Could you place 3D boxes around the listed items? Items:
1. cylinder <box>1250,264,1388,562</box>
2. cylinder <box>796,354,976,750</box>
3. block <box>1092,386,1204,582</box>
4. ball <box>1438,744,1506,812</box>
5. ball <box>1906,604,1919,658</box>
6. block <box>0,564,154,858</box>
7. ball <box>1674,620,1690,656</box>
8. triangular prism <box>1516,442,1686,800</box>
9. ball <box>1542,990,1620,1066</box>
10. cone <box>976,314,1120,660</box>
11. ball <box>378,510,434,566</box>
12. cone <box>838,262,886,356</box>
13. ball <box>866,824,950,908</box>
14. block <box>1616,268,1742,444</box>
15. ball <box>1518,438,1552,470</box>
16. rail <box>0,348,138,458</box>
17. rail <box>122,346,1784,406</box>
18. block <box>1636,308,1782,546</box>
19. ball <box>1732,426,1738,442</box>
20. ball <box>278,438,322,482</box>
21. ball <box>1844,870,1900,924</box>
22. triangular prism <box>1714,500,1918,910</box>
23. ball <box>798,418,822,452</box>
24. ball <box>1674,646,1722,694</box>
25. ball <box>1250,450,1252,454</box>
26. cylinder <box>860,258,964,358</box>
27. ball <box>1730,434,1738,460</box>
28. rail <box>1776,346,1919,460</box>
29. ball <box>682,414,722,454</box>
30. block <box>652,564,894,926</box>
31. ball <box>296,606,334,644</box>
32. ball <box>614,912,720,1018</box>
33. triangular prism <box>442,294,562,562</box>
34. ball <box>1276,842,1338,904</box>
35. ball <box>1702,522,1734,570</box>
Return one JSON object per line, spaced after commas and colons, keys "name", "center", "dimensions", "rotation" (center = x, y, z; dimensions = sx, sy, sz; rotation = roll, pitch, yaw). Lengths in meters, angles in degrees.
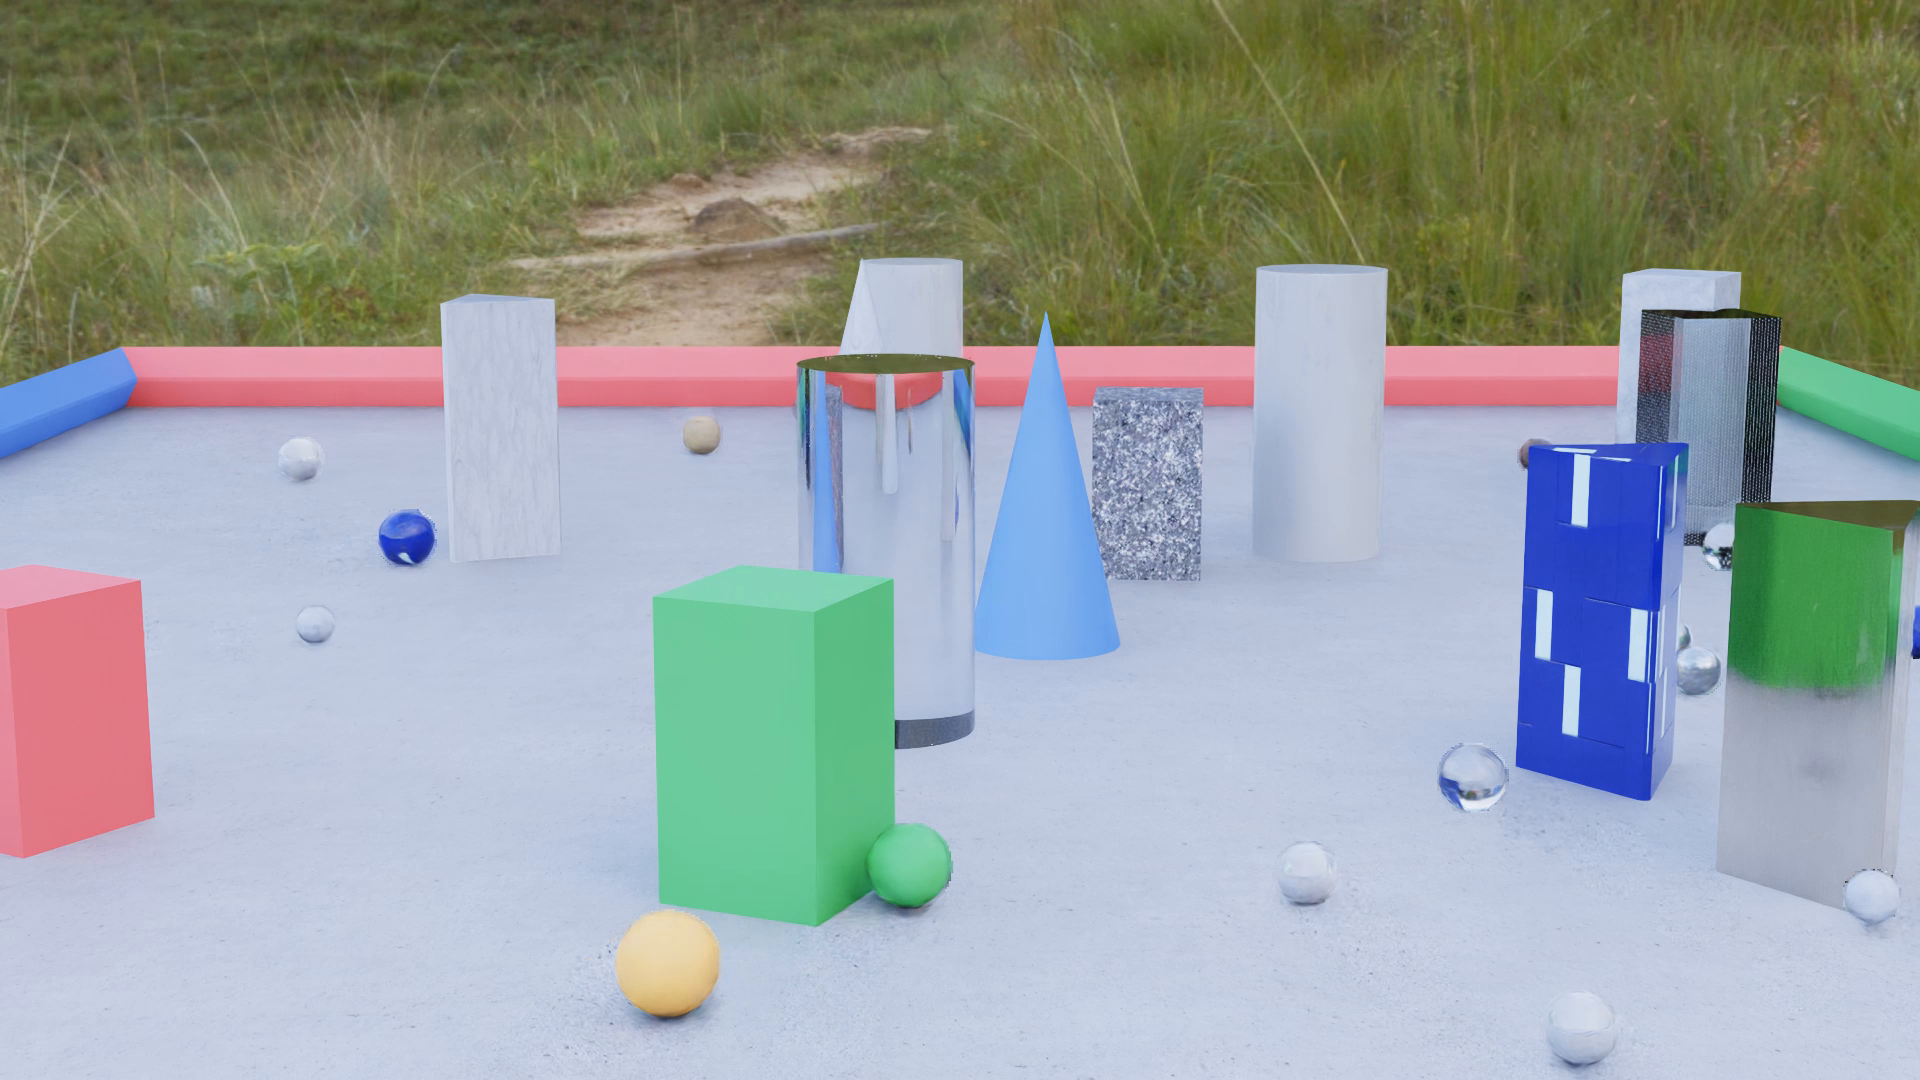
{"name": "cylinder", "center": [0.538, -0.194, 3.853], "dimensions": [0.194, 0.426, 0.194], "rotation": [0, 11, 0]}
{"name": "cylinder", "center": [-0.080, 0.008, 2.819], "dimensions": [0.194, 0.406, 0.194], "rotation": [0, 11, 0]}
{"name": "block", "center": [0.273, -0.084, 3.720], "dimensions": [0.156, 0.258, 0.156], "rotation": [1, 11, 5]}
{"name": "ball", "center": [0.505, 0.235, 2.528], "dimensions": [0.067, 0.067, 0.067], "rotation": [0, 11, 0]}
{"name": "ball", "center": [1.190, 0.113, 3.183], "dimensions": [0.068, 0.068, 0.068], "rotation": [0, 11, 0]}
{"name": "block", "center": [-0.895, 0.160, 2.466], "dimensions": [0.156, 0.237, 0.156], "rotation": [6, 12, 31]}
{"name": "ball", "center": [0.881, 0.122, 3.185], "dimensions": [0.048, 0.048, 0.048], "rotation": [0, 11, 0]}
{"name": "triangular prism", "center": [0.694, 0.074, 2.646], "dimensions": [0.146, 0.339, 0.168], "rotation": [-8, 13, -36]}
{"name": "ball", "center": [0.458, 0.359, 1.891], "dimensions": [0.055, 0.055, 0.055], "rotation": [0, 11, 0]}
{"name": "cone", "center": [0.107, -0.078, 3.231], "dimensions": [0.194, 0.424, 0.194], "rotation": [0, 11, 0]}
{"name": "ball", "center": [-0.813, -0.003, 3.768], "dimensions": [0.082, 0.082, 0.082], "rotation": [0, 11, 0]}
{"name": "cone", "center": [-0.171, -0.301, 4.523], "dimensions": [0.194, 0.392, 0.194], "rotation": [0, 11, 0]}
{"name": "ball", "center": [-0.045, 0.284, 2.241], "dimensions": [0.073, 0.073, 0.073], "rotation": [0, 11, 0]}
{"name": "block", "center": [1.228, -0.269, 4.395], "dimensions": [0.156, 0.376, 0.156], "rotation": [7, 12, 32]}
{"name": "ball", "center": [1.039, -0.152, 4.620], "dimensions": [0.064, 0.064, 0.064], "rotation": [0, 11, 0]}
{"name": "rail", "center": [-1.765, 0.034, 3.439], "dimensions": [0.045, 0.126, 4.227], "rotation": [0, 11, 0]}
{"name": "rail", "center": [-0.012, -0.349, 5.504], "dimensions": [3.577, 0.126, 0.045], "rotation": [0, 11, 0]}
{"name": "block", "center": [1.154, -0.177, 3.977], "dimensions": [0.156, 0.348, 0.156], "rotation": [-2, 11, -9]}
{"name": "ball", "center": [1.368, -0.180, 4.679], "dimensions": [0.097, 0.097, 0.097], "rotation": [0, 11, 0]}
{"name": "ball", "center": [-1.166, -0.142, 4.533], "dimensions": [0.076, 0.076, 0.076], "rotation": [0, 11, 0]}
{"name": "ball", "center": [0.778, 0.304, 2.189], "dimensions": [0.045, 0.045, 0.045], "rotation": [0, 11, 0]}
{"name": "triangular prism", "center": [0.800, 0.139, 2.293], "dimensions": [0.146, 0.340, 0.168], "rotation": [-7, 13, -35]}
{"name": "ball", "center": [-0.274, -0.199, 4.866], "dimensions": [0.066, 0.066, 0.066], "rotation": [0, 11, 0]}
{"name": "ball", "center": [0.862, 0.152, 3.002], "dimensions": [0.057, 0.057, 0.057], "rotation": [0, 11, 0]}
{"name": "ball", "center": [0.561, -0.159, 4.638], "dimensions": [0.071, 0.071, 0.071], "rotation": [0, 11, 0]}
{"name": "cylinder", "center": [-0.091, -0.346, 4.855], "dimensions": [0.194, 0.360, 0.194], "rotation": [0, 11, 0]}
{"name": "ball", "center": [1.325, -0.163, 4.487], "dimensions": [0.067, 0.067, 0.067], "rotation": [0, 11, 0]}
{"name": "rail", "center": [1.765, 0.031, 3.459], "dimensions": [0.045, 0.126, 4.227], "rotation": [0, 11, 0]}
{"name": "ball", "center": [-0.487, -0.198, 4.841], "dimensions": [0.075, 0.075, 0.075], "rotation": [0, 11, 0]}
{"name": "block", "center": [-0.162, 0.177, 2.269], "dimensions": [0.156, 0.275, 0.156], "rotation": [5, 11, 24]}
{"name": "ball", "center": [-0.820, 0.108, 3.263], "dimensions": [0.048, 0.048, 0.048], "rotation": [0, 11, 0]}
{"name": "ball", "center": [-0.226, 0.328, 1.986], "dimensions": [0.081, 0.081, 0.081], "rotation": [0, 11, 0]}
{"name": "triangular prism", "center": [-0.708, -0.174, 3.867], "dimensions": [0.168, 0.382, 0.146], "rotation": [-5, 12, -25]}
{"name": "ball", "center": [0.304, 0.293, 2.252], "dimensions": [0.054, 0.054, 0.054], "rotation": [0, 11, 0]}
{"name": "ball", "center": [1.116, 0.010, 3.731], "dimensions": [0.070, 0.070, 0.070], "rotation": [0, 11, 0]}
